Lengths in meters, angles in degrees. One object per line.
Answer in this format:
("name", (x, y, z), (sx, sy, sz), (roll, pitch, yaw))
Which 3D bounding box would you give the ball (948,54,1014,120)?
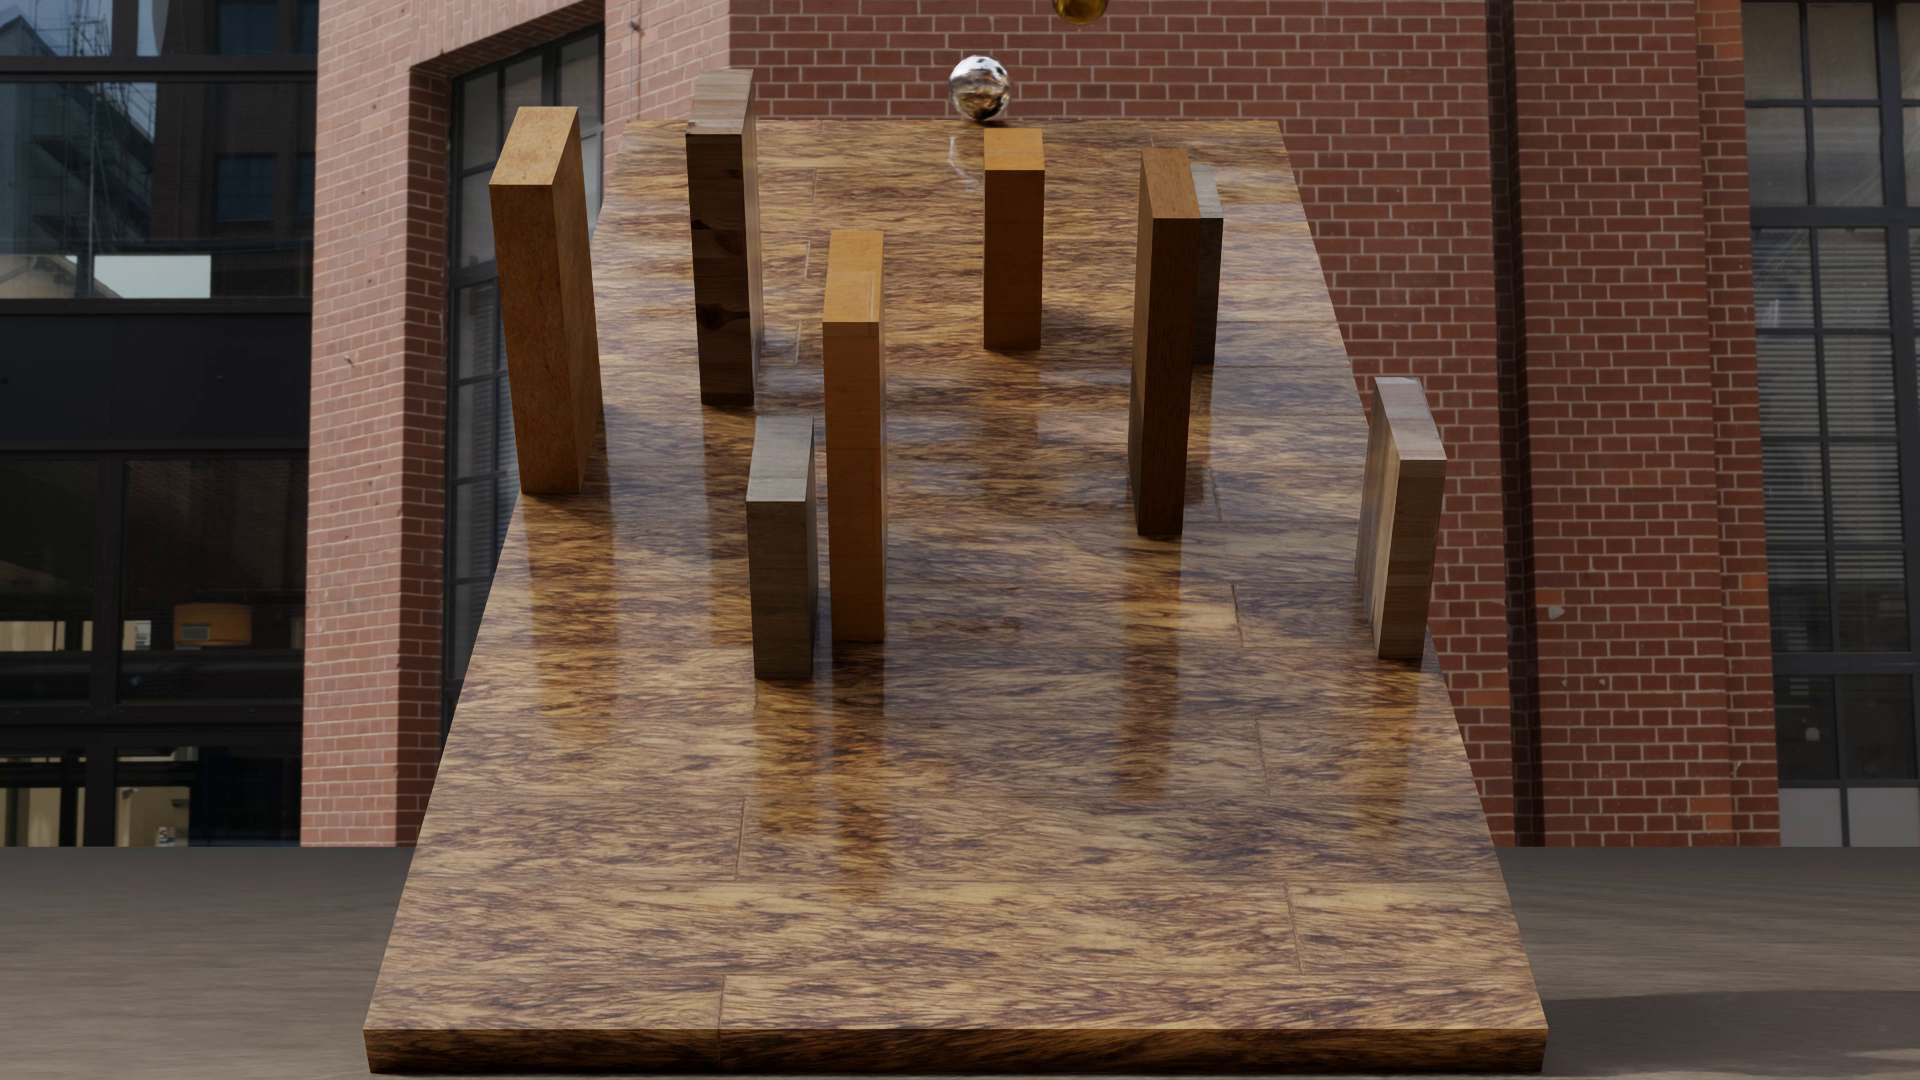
("ball", (0.065, -1.393, 7.526), (0.204, 0.204, 0.204), (0, -7, 0))

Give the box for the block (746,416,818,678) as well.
("block", (-0.361, 0.012, 5.026), (0.116, 0.421, 0.344), (0, 32, 0))

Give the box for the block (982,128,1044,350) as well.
("block", (0.133, -0.765, 6.210), (0.146, 0.491, 0.264), (0, 32, 0))

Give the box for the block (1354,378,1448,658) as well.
("block", (0.912, -0.048, 5.082), (0.092, 0.474, 0.343), (0, 32, 0))

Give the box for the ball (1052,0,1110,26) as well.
("ball", (0.367, -1.662, 7.470), (0.179, 0.179, 0.179), (0, -7, 0))

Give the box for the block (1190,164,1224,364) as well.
("block", (0.583, -0.701, 6.195), (0.114, 0.401, 0.329), (0, 32, 0))

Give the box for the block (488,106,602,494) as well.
("block", (-0.939, -0.548, 5.596), (0.134, 0.766, 0.438), (0, 32, 0))

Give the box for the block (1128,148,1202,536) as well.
("block", (0.448, -0.436, 5.420), (0.099, 0.771, 0.368), (0, 32, 0))

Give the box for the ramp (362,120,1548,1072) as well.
("ramp", (-0.015, -0.191, 5.847), (2.000, 0.100, 4.000), (0, 32, 0))

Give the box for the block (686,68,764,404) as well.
("block", (-0.568, -0.740, 5.965), (0.129, 0.704, 0.410), (0, 32, 0))

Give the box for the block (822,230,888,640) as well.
("block", (-0.213, -0.216, 5.091), (0.109, 0.742, 0.418), (0, 32, 0))
